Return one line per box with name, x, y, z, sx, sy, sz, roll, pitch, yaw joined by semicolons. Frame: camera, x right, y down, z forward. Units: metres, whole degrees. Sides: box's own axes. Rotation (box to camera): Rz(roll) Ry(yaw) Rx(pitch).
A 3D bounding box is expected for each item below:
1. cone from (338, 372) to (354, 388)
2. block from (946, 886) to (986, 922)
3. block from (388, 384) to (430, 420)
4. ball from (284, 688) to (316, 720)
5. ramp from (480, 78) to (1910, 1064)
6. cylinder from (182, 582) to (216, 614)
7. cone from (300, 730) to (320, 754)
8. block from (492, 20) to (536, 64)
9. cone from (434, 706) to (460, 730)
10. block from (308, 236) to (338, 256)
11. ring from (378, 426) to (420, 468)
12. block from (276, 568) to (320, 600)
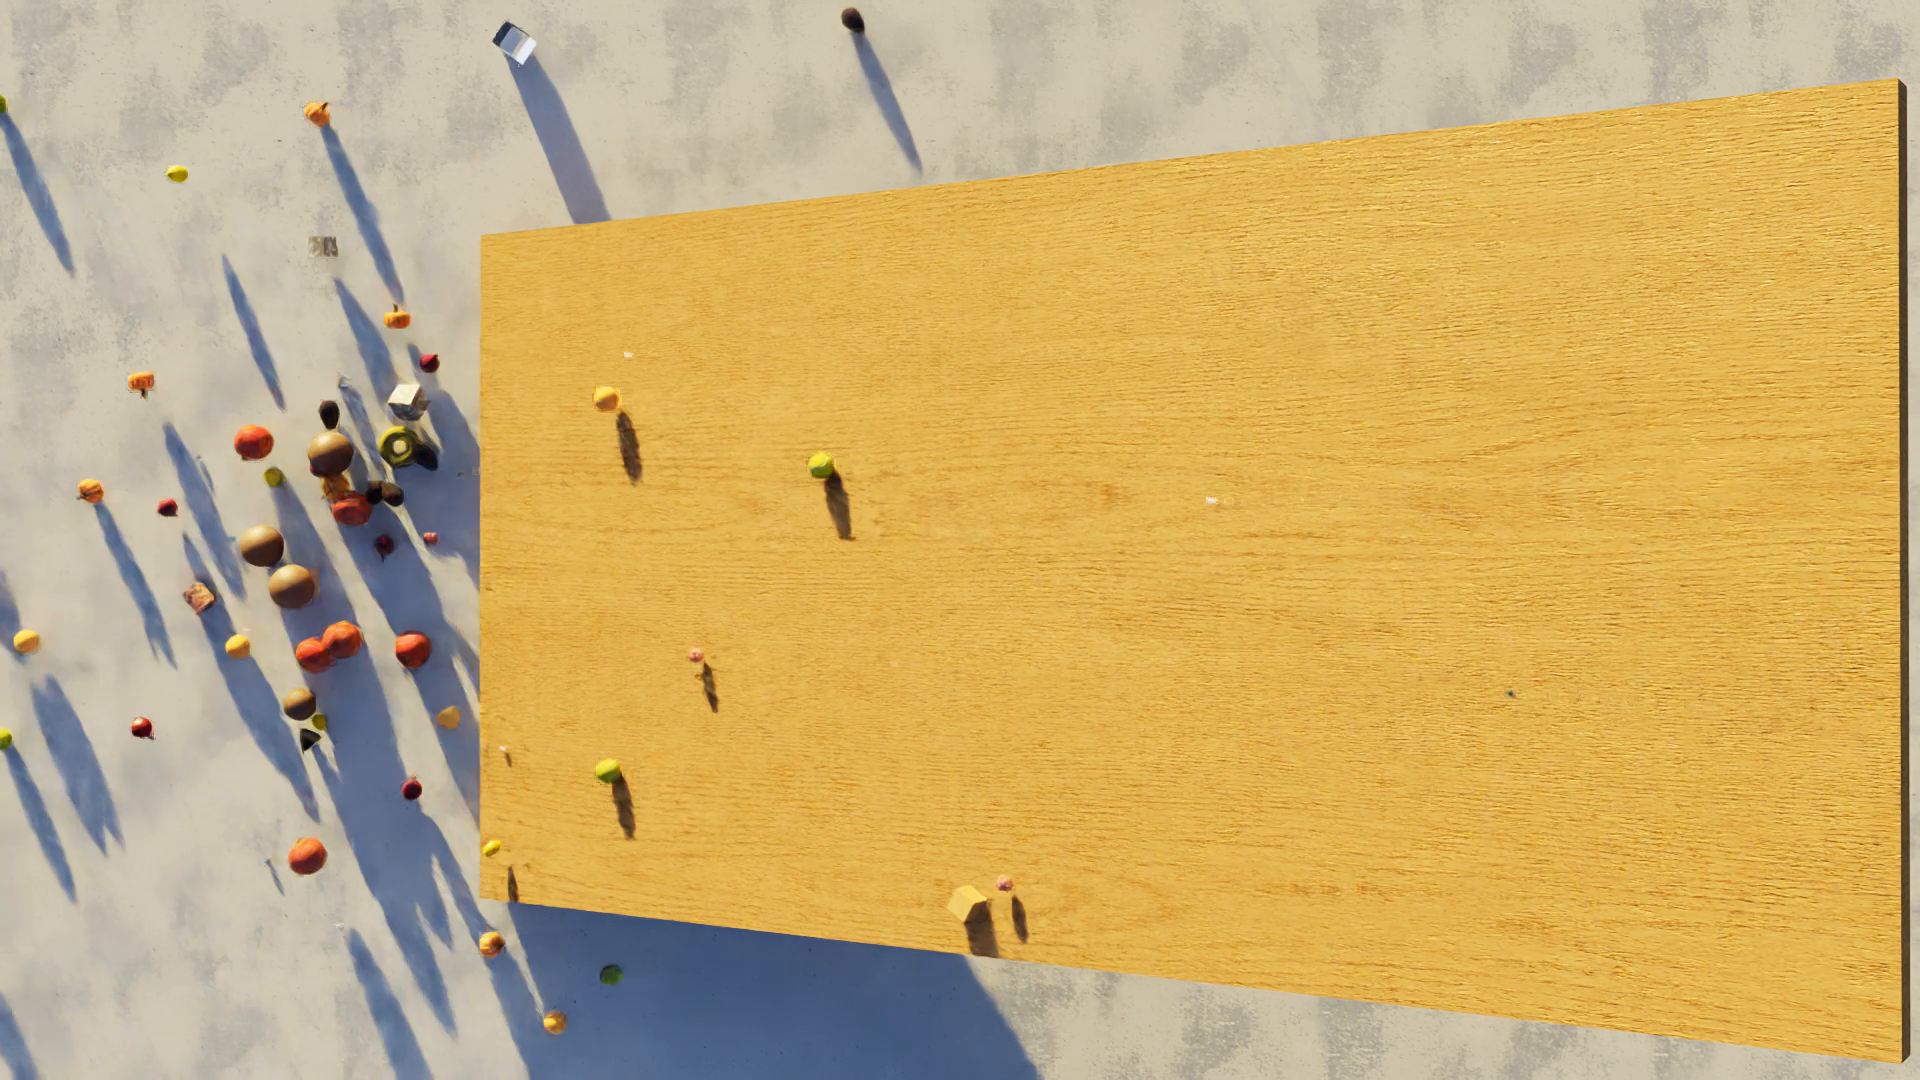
cone;-1.873;-0.485;6.713;0.050;0.050;0.050;1;89;-22
block;0.018;0.933;5.642;0.062;0.062;0.062;36;108;28
block;-1.668;-0.416;6.655;0.076;0.076;0.076;5;53;19
ball;-1.990;0.496;6.630;0.097;0.097;0.097;0;90;0
ramp;0.256;0.070;5.591;4.000;0.100;2.000;0;89;33
cylinder;-2.313;0.176;6.687;0.070;0.070;0.070;-42;93;0
cone;-1.984;0.620;6.671;0.067;0.067;0.067;17;61;0
block;-1.355;-1.513;6.686;0.081;0.081;0.081;34;90;17
cone;-1.569;0.540;6.670;0.072;0.072;0.072;-2;87;30
block;-1.935;-0.891;6.680;0.058;0.058;0.058;4;99;22
ring;-1.707;-0.284;6.701;0.128;0.043;0.128;0;96;-1
block;-2.006;0.131;6.667;0.093;0.093;0.093;3;89;12
